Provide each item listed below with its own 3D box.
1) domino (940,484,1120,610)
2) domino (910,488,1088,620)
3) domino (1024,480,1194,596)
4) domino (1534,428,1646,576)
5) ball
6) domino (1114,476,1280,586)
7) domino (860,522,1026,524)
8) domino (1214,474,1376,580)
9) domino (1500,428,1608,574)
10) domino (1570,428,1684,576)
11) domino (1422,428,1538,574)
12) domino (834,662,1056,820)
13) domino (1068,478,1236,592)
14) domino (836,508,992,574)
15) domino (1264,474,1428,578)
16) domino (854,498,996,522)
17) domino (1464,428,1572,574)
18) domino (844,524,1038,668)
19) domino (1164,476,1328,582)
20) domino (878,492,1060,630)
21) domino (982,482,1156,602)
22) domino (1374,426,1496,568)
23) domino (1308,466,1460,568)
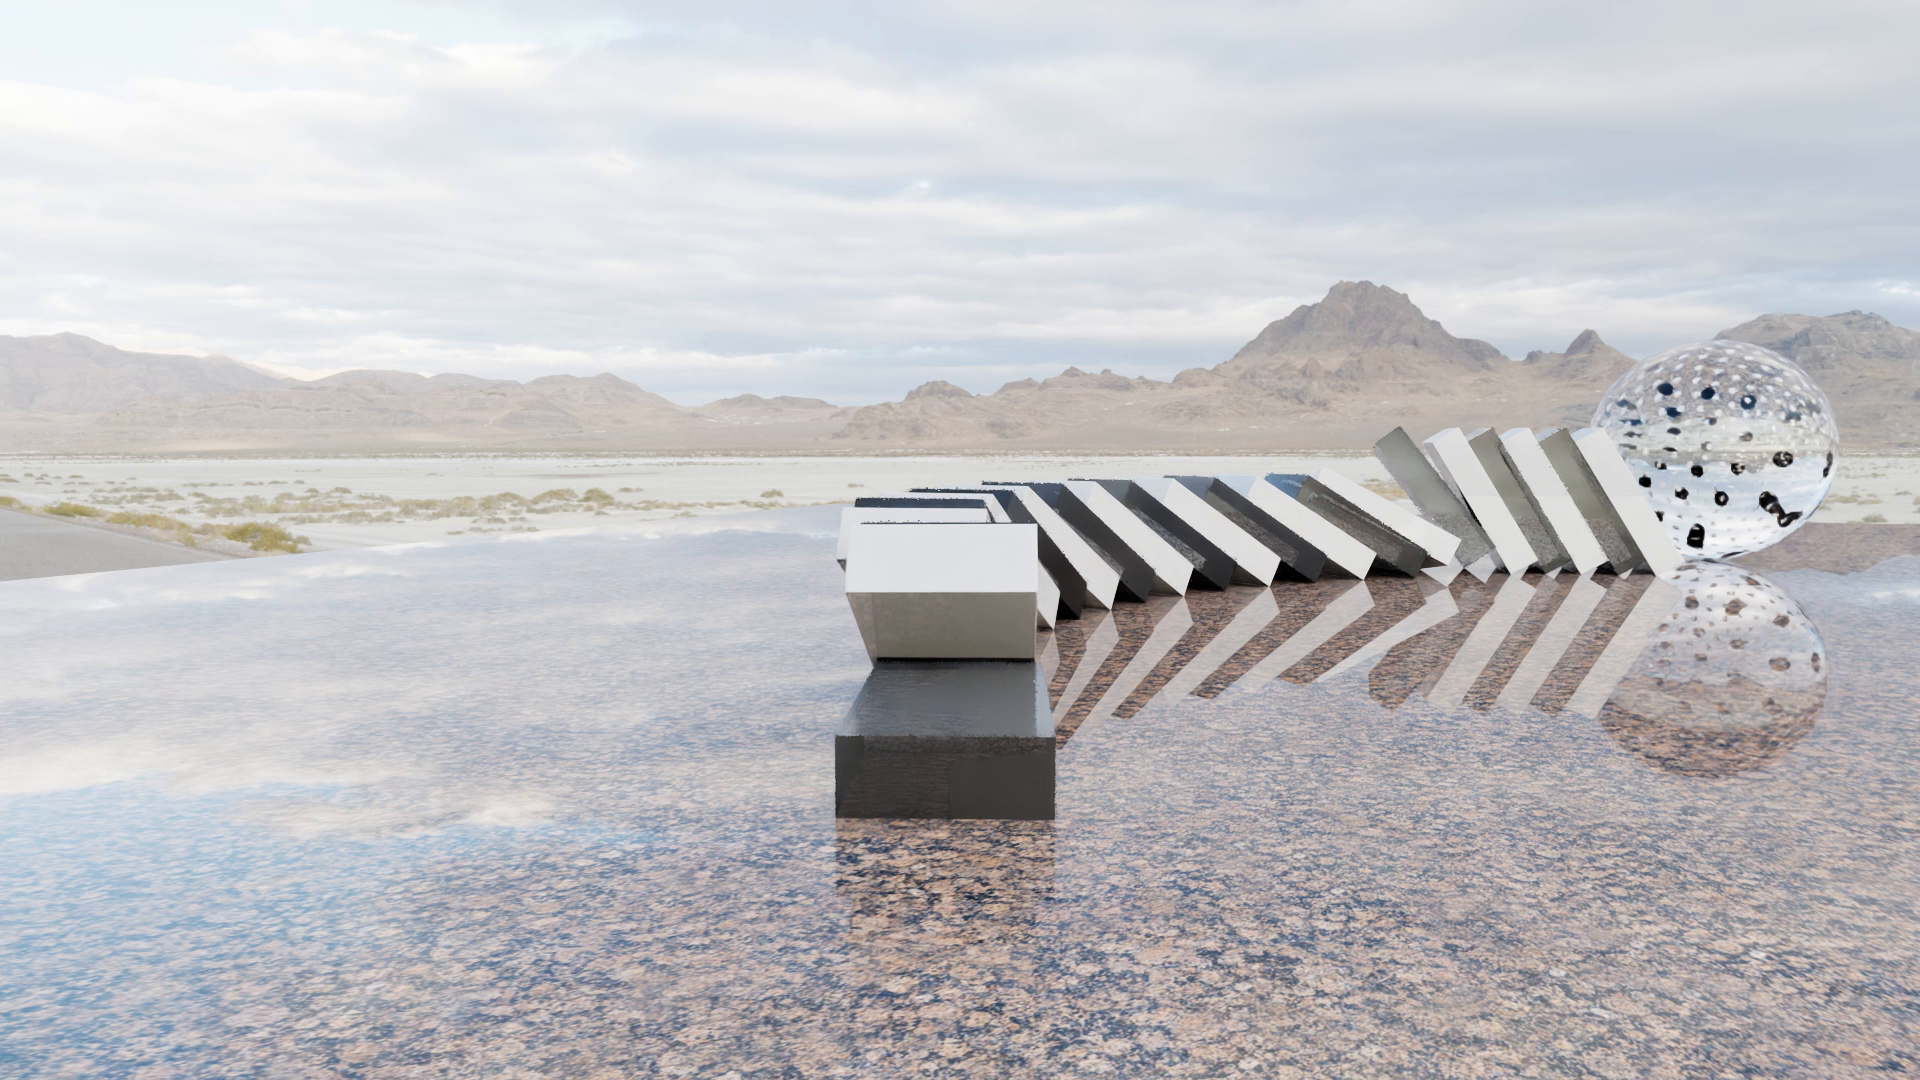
[{"bbox_3d":[0.017,0.002,0.319,0.025,0.010,0.050,3,-24,36],"label":"domino"},{"bbox_3d":[0.009,0.004,0.299,0.025,0.010,0.050,2,-24,27],"label":"domino"},{"bbox_3d":[0.040,0.000,0.352,0.025,0.010,0.050,4,-23,45],"label":"domino"},{"bbox_3d":[0.207,-0.013,0.427,0.010,0.050,0.025,-31,-3,13],"label":"domino"},{"bbox_3d":[0.272,-0.033,0.467,0.080,0.080,0.080,0,4,0],"label":"ball"},{"bbox_3d":[0.069,-0.002,0.381,0.050,0.010,0.025,32,-14,-31],"label":"domino"},{"bbox_3d":[-0.002,0.011,0.215,0.025,0.010,0.050,0,-22,2],"label":"domino"},{"bbox_3d":[0.104,-0.004,0.405,0.050,0.009,0.025,30,-6,-19],"label":"domino"},{"bbox_3d":[0.196,-0.014,0.430,0.010,0.050,0.025,-31,-3,13],"label":"domino"},{"bbox_3d":[0.218,-0.013,0.424,0.010,0.050,0.025,-31,-3,13],"label":"domino"},{"bbox_3d":[0.174,-0.014,0.431,0.009,0.050,0.025,-31,-3,13],"label":"domino"},{"bbox_3d":[-0.001,0.025,0.170,0.025,0.009,0.050,0,4,2],"label":"domino"},{"bbox_3d":[0.054,-0.001,0.368,0.050,0.010,0.025,33,-17,-35],"label":"domino"},{"bbox_3d":[-0.004,0.009,0.237,0.025,0.010,0.050,1,-23,11],"label":"domino"},{"bbox_3d":[0.122,-0.005,0.412,0.050,0.010,0.025,30,-4,-16],"label":"domino"},{"bbox_3d":[-0.002,0.007,0.259,0.025,0.009,0.050,1,-24,17],"label":"domino"},{"bbox_3d":[0.185,-0.014,0.431,0.009,0.050,0.025,-31,-3,13],"label":"domino"},{"bbox_3d":[-0.001,0.012,0.191,0.025,0.009,0.050,0,-22,3],"label":"domino"},{"bbox_3d":[0.086,-0.003,0.394,0.050,0.009,0.025,31,-10,-25],"label":"domino"},{"bbox_3d":[0.002,0.005,0.279,0.025,0.010,0.050,2,-24,22],"label":"domino"},{"bbox_3d":[0.028,0.001,0.336,0.025,0.010,0.050,4,-24,40],"label":"domino"},{"bbox_3d":[0.160,-0.014,0.433,0.009,0.050,0.025,-37,-13,11],"label":"domino"},{"bbox_3d":[0.137,-0.007,0.424,0.050,0.009,0.025,28,-4,1],"label":"domino"}]
